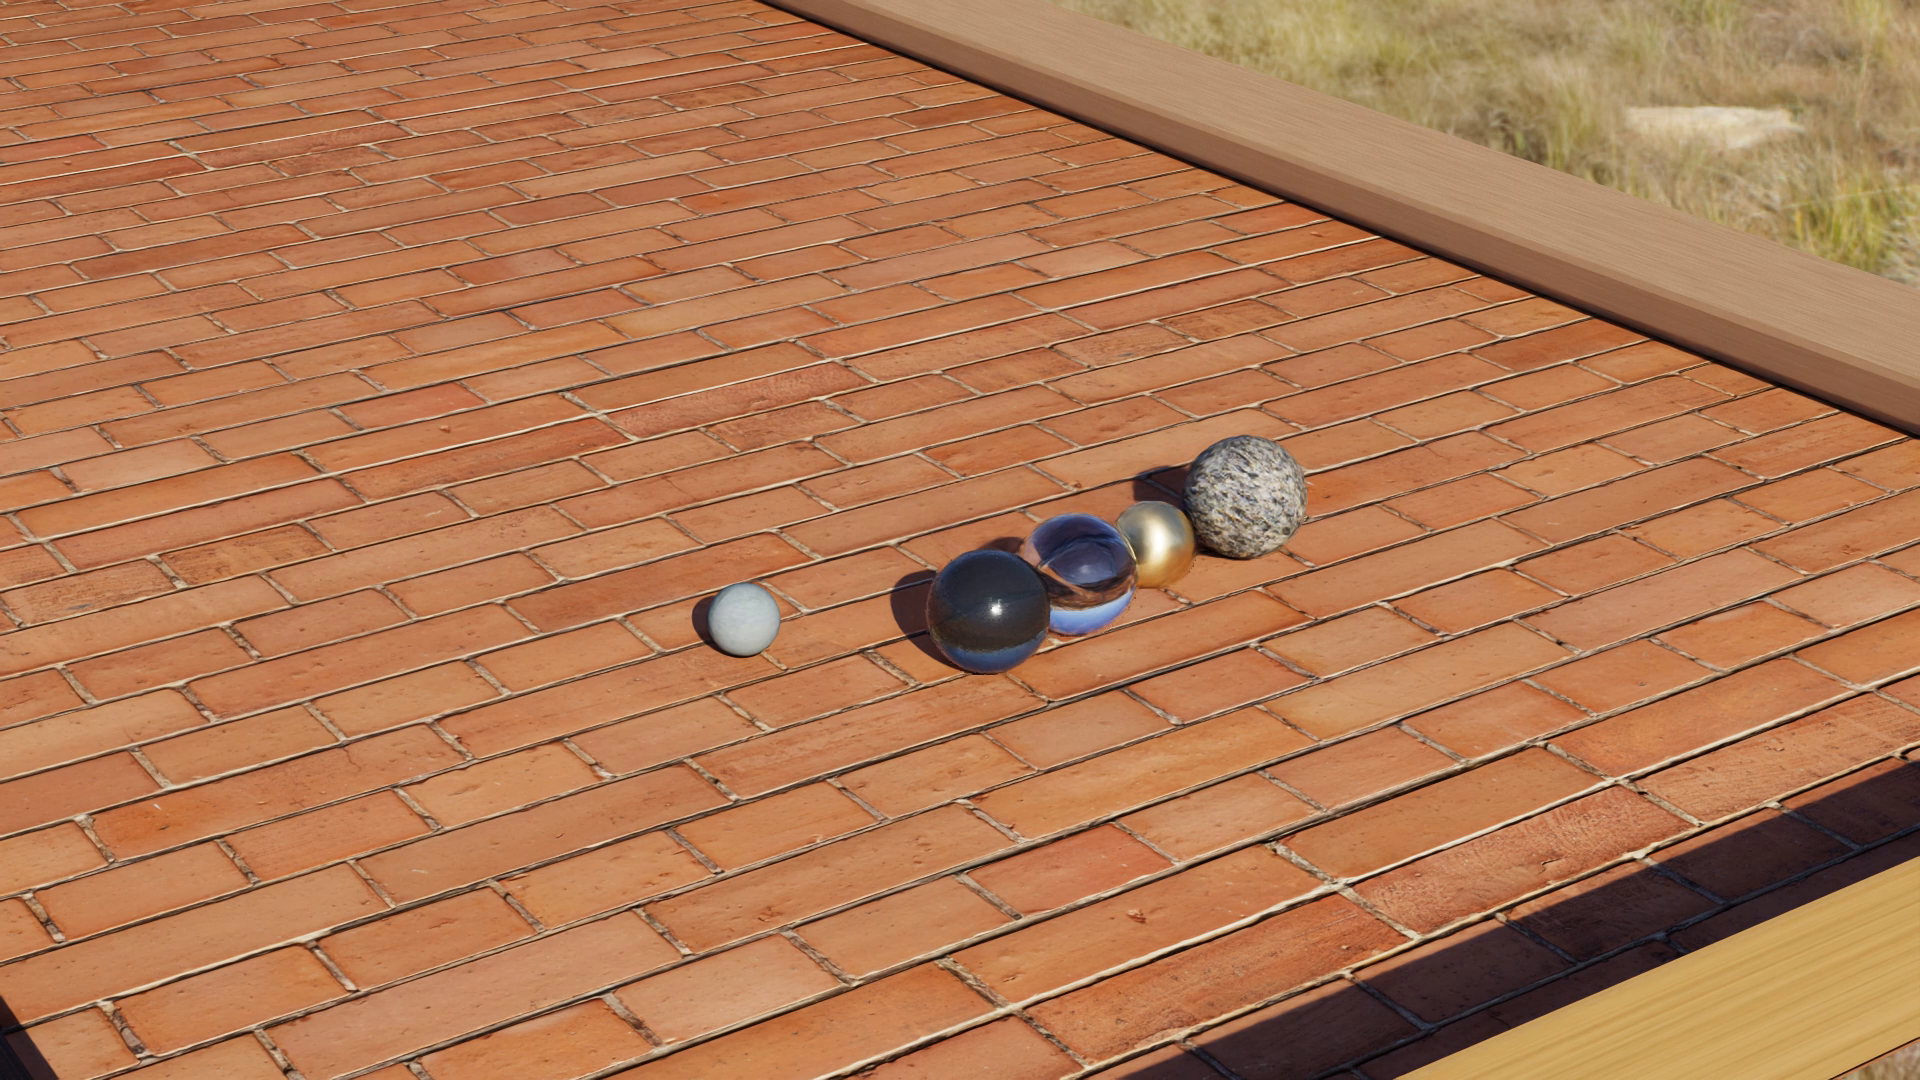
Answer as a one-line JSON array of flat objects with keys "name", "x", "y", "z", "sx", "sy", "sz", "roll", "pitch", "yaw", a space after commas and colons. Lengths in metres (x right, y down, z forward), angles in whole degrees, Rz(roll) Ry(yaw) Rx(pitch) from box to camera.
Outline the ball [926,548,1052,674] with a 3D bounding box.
[{"name": "ball", "x": 0.021, "y": 0.051, "z": 2.129, "sx": 0.091, "sy": 0.091, "sz": 0.091, "roll": 0, "pitch": 24, "yaw": 0}]

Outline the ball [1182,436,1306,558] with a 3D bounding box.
[{"name": "ball", "x": 0.224, "y": -0.034, "z": 2.317, "sx": 0.097, "sy": 0.097, "sz": 0.097, "roll": 0, "pitch": 24, "yaw": 0}]

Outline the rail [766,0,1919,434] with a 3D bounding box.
[{"name": "rail", "x": 0.241, "y": -0.487, "z": 3.317, "sx": 0.045, "sy": 0.126, "sz": 3.321, "roll": -15, "pitch": 28, "yaw": -31}]

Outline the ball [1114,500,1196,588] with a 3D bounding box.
[{"name": "ball", "x": 0.148, "y": 0.003, "z": 2.270, "sx": 0.067, "sy": 0.067, "sz": 0.067, "roll": 0, "pitch": 24, "yaw": 0}]

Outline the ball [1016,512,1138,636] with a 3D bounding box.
[{"name": "ball", "x": 0.086, "y": 0.025, "z": 2.188, "sx": 0.092, "sy": 0.092, "sz": 0.092, "roll": 0, "pitch": 24, "yaw": 0}]

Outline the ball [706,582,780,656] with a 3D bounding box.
[{"name": "ball", "x": -0.159, "y": 0.058, "z": 2.159, "sx": 0.054, "sy": 0.054, "sz": 0.054, "roll": 0, "pitch": 24, "yaw": 0}]

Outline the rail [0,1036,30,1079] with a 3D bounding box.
[{"name": "rail", "x": -1.174, "y": -0.103, "z": 2.437, "sx": 0.045, "sy": 0.126, "sz": 3.321, "roll": -15, "pitch": 28, "yaw": -31}]

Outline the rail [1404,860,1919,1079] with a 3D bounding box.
[{"name": "rail", "x": 0.453, "y": 0.246, "z": 1.635, "sx": 1.758, "sy": 0.126, "sz": 0.045, "roll": -15, "pitch": 28, "yaw": -31}]
